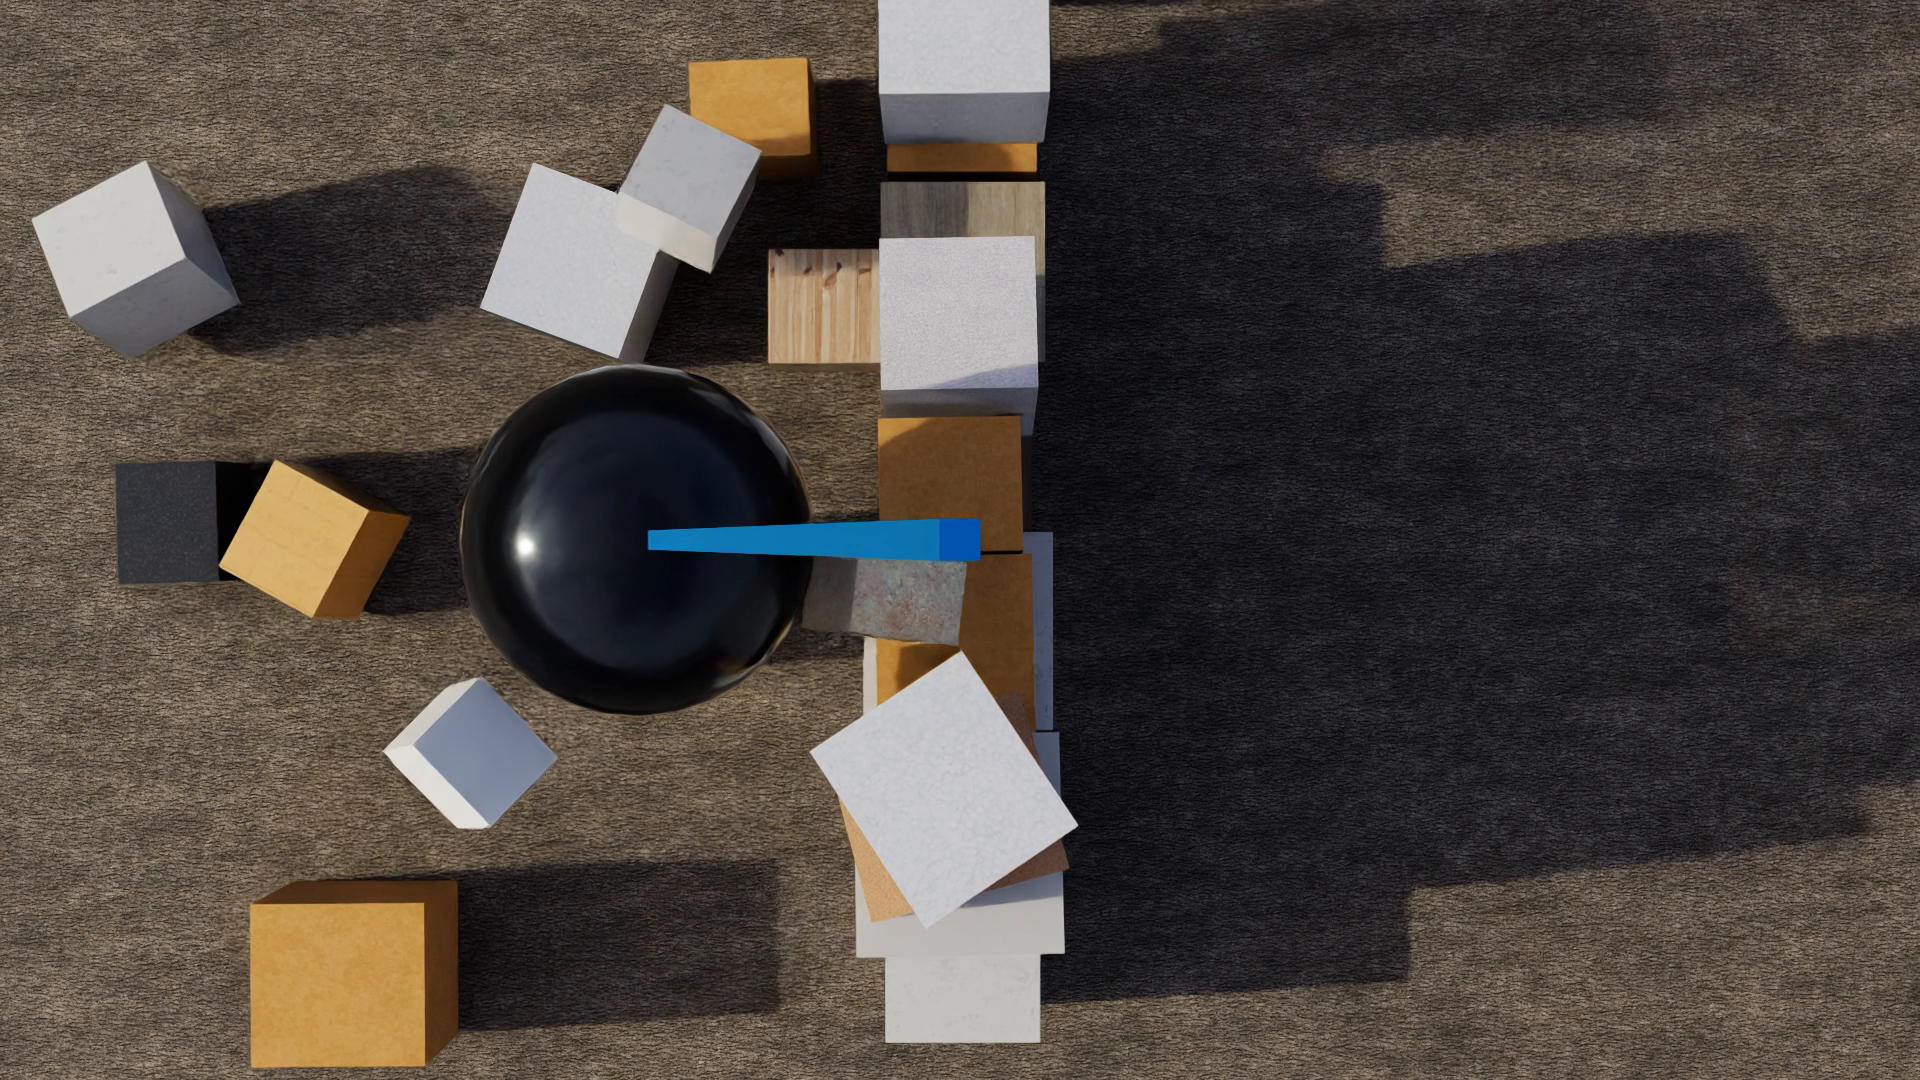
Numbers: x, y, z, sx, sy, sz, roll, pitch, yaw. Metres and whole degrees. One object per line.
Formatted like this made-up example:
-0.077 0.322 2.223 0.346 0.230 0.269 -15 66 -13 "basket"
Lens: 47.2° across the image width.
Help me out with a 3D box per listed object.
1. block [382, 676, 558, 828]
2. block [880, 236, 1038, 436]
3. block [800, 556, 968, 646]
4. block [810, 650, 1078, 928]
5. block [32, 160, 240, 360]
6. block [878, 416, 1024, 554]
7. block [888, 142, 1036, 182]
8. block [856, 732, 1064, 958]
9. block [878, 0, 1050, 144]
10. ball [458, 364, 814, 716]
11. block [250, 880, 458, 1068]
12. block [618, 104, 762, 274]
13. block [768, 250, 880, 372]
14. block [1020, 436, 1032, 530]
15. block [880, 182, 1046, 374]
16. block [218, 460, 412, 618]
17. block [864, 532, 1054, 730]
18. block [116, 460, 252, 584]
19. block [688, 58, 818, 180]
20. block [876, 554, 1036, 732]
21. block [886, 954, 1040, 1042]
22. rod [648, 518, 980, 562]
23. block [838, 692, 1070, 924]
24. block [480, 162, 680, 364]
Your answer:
-2.231 0.974 9.996 0.506 0.541 0.433 49 64 -13 "block"
-0.008 -1.050 11.570 0.789 0.970 0.796 -1 78 0 "block"
-0.365 0.231 10.608 0.576 0.543 0.476 9 85 -28 "block"
-0.069 1.118 9.741 0.772 0.957 0.889 -33 83 -5 "block"
-4.703 -1.593 12.578 0.723 0.670 0.679 -27 72 0 "block"
-0.048 -0.247 11.600 0.726 0.843 0.689 -1 85 0 "block"
0.012 -2.400 12.620 0.833 0.697 0.762 0 85 0 "block"
-0.009 1.599 11.527 1.033 1.106 1.096 -1 82 0 "block"
0.020 -2.639 11.847 0.886 0.870 0.766 -1 83 0 "block"
-1.459 0.000 9.981 1.600 1.600 1.600 0 90 0 "ball"
-3.449 2.467 12.593 0.964 0.814 0.904 0 90 0 "block"
-1.468 -1.888 11.886 0.563 0.610 0.548 26 76 -4 "block"
-0.758 -1.314 12.675 0.643 0.650 0.639 0 90 0 "block"
-0.003 -0.513 12.525 0.795 0.951 0.920 0 90 0 "block"
0.017 -1.479 12.563 0.906 0.873 0.995 0 90 0 "block"
-3.683 0.005 12.608 0.610 0.737 0.677 28 90 5 "block"
-0.010 0.498 12.503 1.034 0.995 1.081 0 90 0 "block"
-4.470 -0.099 12.698 0.565 0.605 0.681 -2 90 0 "block"
-1.180 -2.411 12.668 0.664 0.645 0.550 -3 88 0 "block"
-0.025 0.559 11.567 0.801 0.816 0.911 -1 86 0 "block"
0.015 2.309 12.523 0.847 0.954 0.887 0 90 0 "block"
-0.632 0.000 6.683 0.080 5.200 0.080 0 90 -14 "rod"
-0.064 1.297 10.606 0.948 0.806 0.851 -15 82 -2 "block"
-2.126 -1.546 12.582 0.814 0.837 0.858 20 90 0 "block"
